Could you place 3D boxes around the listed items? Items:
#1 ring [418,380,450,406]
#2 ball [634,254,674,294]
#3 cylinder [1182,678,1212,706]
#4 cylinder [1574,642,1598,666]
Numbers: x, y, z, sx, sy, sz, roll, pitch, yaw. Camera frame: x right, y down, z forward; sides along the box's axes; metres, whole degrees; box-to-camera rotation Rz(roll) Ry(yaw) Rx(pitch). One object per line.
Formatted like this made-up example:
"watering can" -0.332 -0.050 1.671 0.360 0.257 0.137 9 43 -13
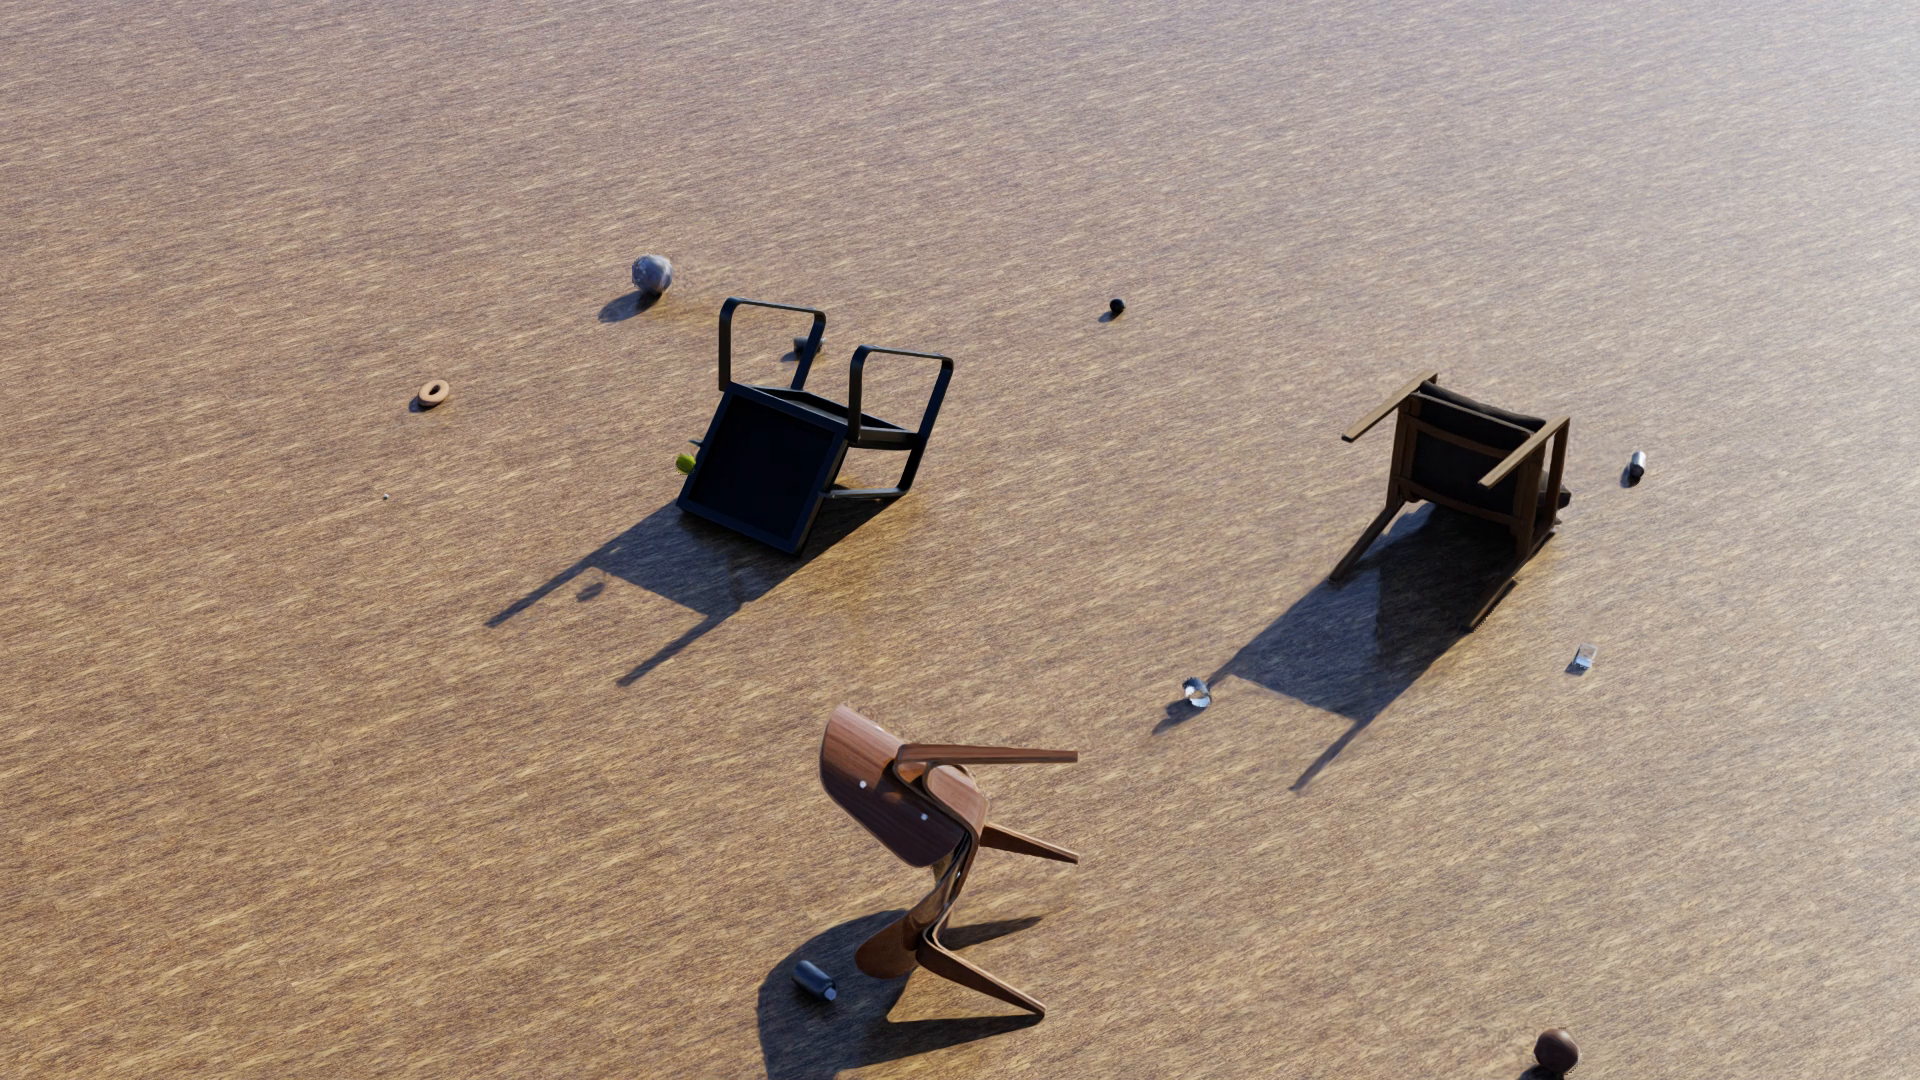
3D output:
"ring" -2.122 -0.592 11.809 0.115 0.038 0.185 9 35 11
"ball" -1.307 -1.135 12.514 0.169 0.169 0.169 0 33 0
"cylinder" 0.815 0.525 10.085 0.093 0.062 0.071 16 28 -20
"cylinder" 2.196 0.402 10.287 0.056 0.047 0.091 15 52 21
